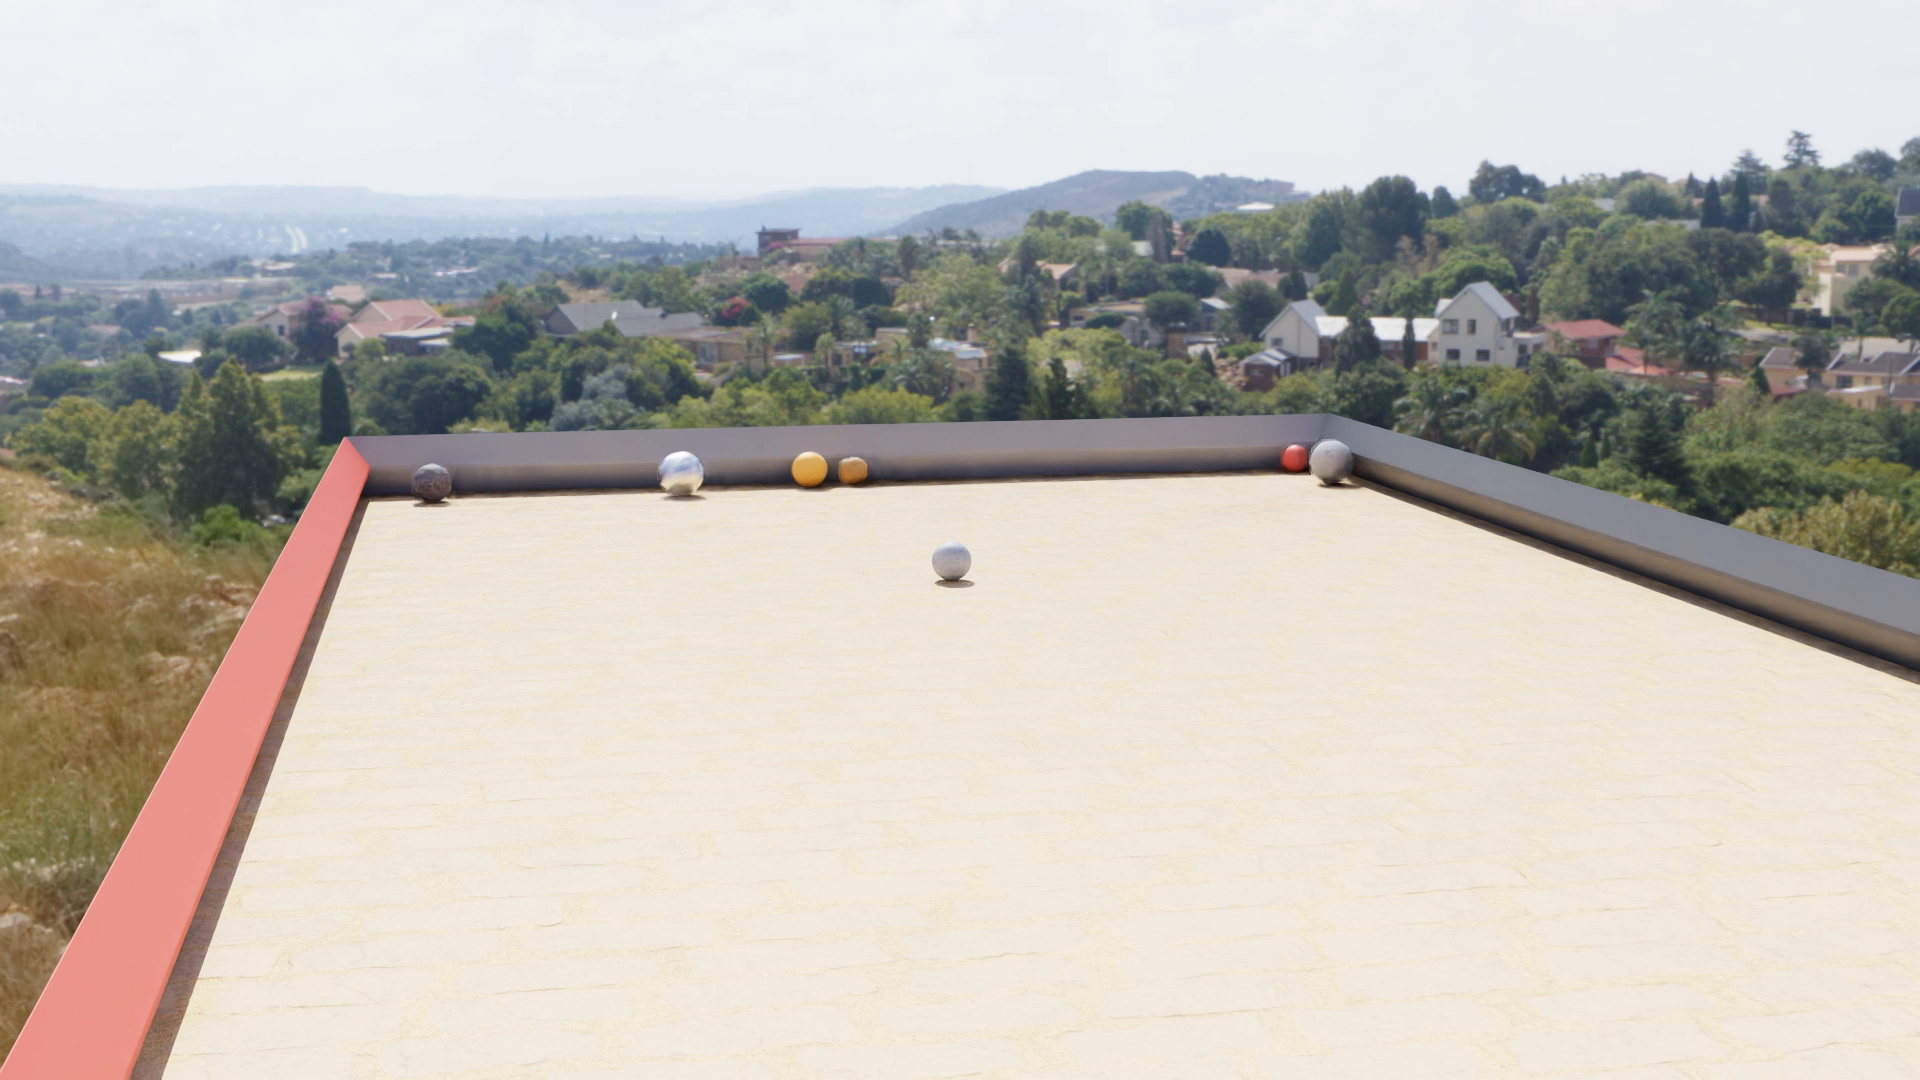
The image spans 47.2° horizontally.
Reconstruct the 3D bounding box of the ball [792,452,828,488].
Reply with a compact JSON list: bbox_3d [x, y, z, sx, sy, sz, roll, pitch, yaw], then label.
[{"bbox_3d":[-0.280,-0.131,4.112,0.066,0.066,0.066,0,9,0],"label":"ball"}]

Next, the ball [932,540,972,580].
[{"bbox_3d":[-0.012,0.030,3.167,0.057,0.057,0.057,0,9,0],"label":"ball"}]

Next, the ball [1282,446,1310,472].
[{"bbox_3d":[0.662,-0.160,4.324,0.053,0.053,0.053,0,9,0],"label":"ball"}]

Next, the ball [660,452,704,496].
[{"bbox_3d":[-0.507,-0.121,4.005,0.080,0.080,0.080,0,9,0],"label":"ball"}]

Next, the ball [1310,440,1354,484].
[{"bbox_3d":[0.704,-0.148,4.163,0.082,0.082,0.082,0,9,0],"label":"ball"}]

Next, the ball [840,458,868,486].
[{"bbox_3d":[-0.199,-0.130,4.142,0.053,0.053,0.053,0,9,0],"label":"ball"}]

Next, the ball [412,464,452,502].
[{"bbox_3d":[-0.942,-0.102,3.926,0.068,0.068,0.068,0,9,0],"label":"ball"}]

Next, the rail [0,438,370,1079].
[{"bbox_3d":[-0.717,0.157,2.246,0.045,0.106,3.662,-2,10,-12],"label":"rail"}]

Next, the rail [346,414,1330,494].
[{"bbox_3d":[-0.185,-0.164,4.180,1.902,0.106,0.045,-2,10,-12],"label":"rail"}]

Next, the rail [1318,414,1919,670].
[{"bbox_3d":[1.097,0.094,2.626,0.045,0.106,3.662,-2,10,-12],"label":"rail"}]
